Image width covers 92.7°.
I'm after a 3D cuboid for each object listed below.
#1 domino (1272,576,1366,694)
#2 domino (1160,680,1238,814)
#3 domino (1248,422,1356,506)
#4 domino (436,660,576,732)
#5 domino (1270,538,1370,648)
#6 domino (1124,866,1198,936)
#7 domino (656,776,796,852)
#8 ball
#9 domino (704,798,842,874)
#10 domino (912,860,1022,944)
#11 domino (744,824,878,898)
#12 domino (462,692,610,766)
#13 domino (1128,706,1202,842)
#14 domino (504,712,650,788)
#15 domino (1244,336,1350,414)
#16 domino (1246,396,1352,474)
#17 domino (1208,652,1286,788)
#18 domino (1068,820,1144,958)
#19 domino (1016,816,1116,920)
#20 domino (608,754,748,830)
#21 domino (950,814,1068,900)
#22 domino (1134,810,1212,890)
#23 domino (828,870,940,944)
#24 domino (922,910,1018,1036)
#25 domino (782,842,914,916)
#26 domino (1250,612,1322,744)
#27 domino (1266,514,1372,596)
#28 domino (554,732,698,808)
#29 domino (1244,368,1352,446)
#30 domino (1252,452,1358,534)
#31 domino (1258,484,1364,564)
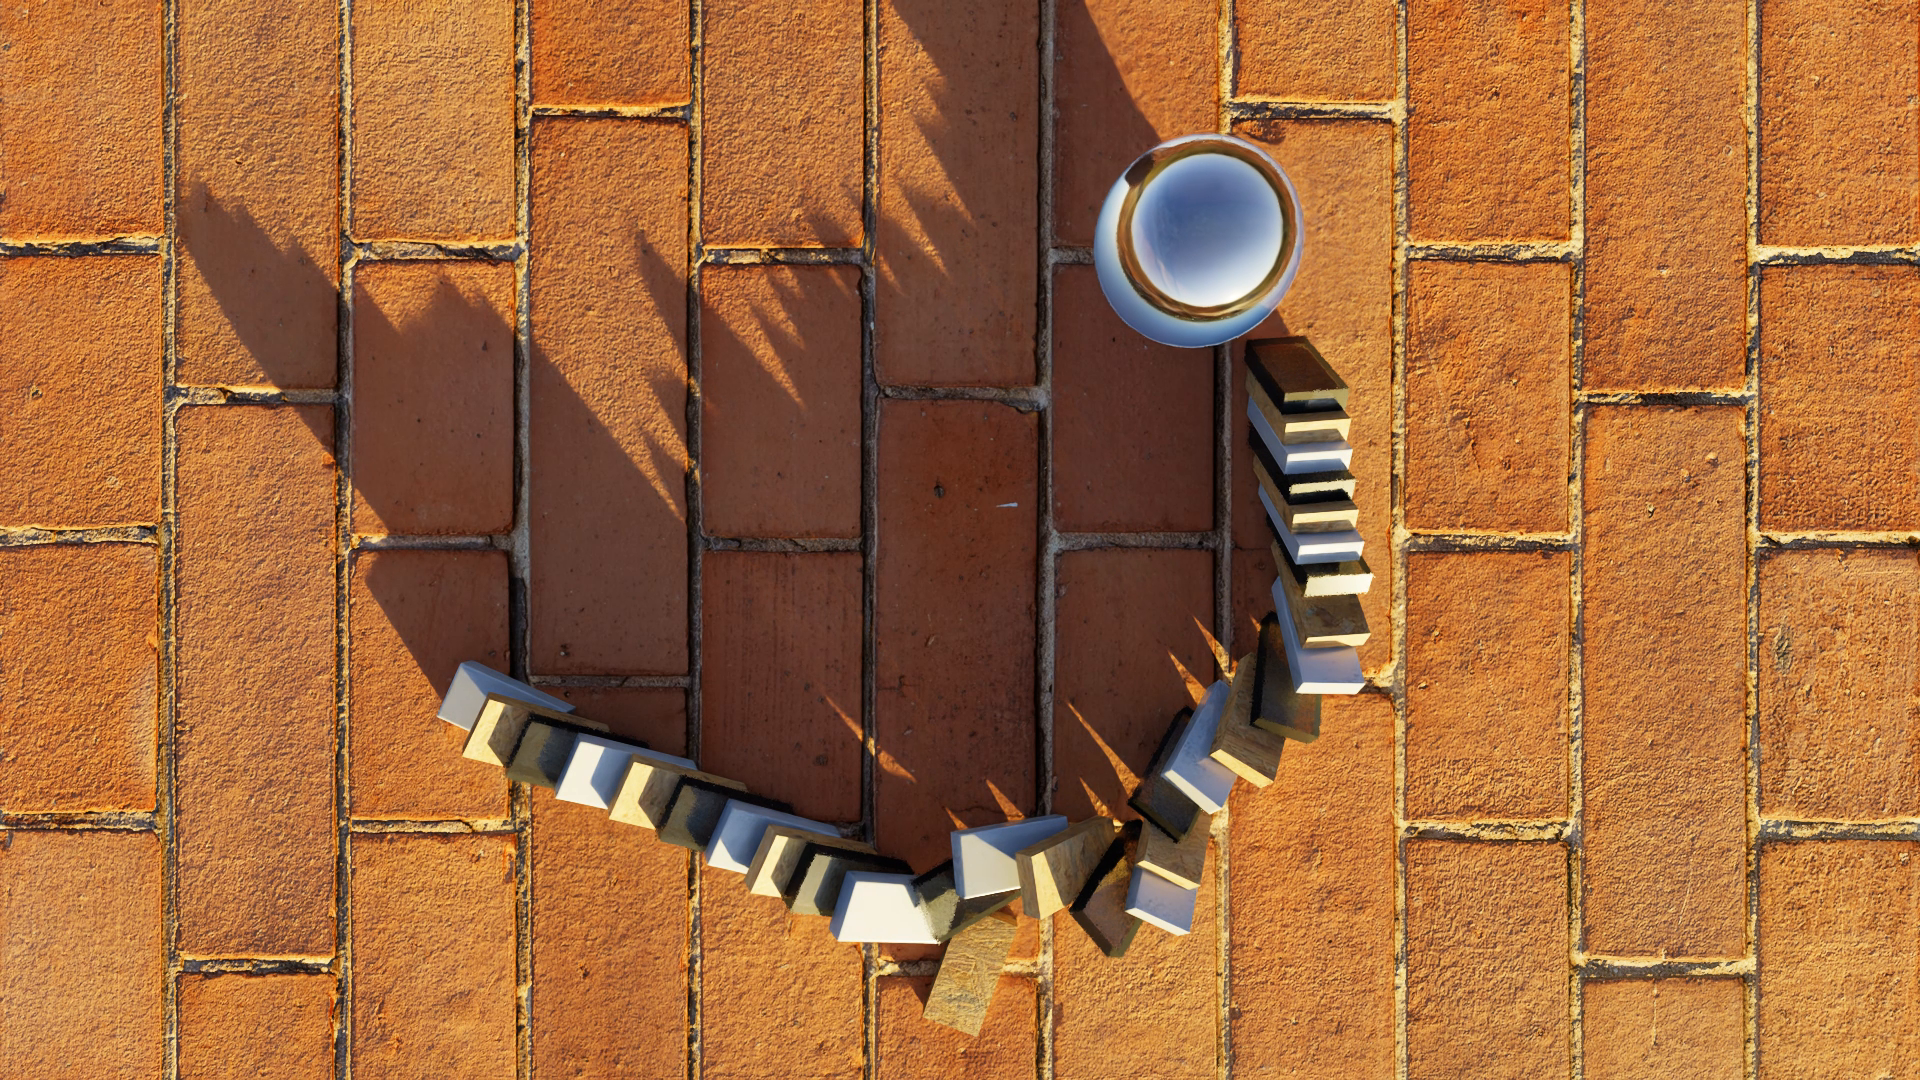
[{"bbox_3d":[0.148,0.039,0.382,0.025,0.009,0.050,1,56,-2],"label":"domino"},{"bbox_3d":[0.106,0.085,0.381,0.025,0.009,0.050,38,56,5],"label":"domino"},{"bbox_3d":[0.139,-0.033,0.377,0.025,0.050,0.009,-5,126,-1],"label":"domino"},{"bbox_3d":[-0.195,0.074,0.395,0.050,0.009,0.025,24,90,0],"label":"domino"},{"bbox_3d":[0.149,0.020,0.382,0.025,0.010,0.050,-4,56,0],"label":"domino"},{"bbox_3d":[0.087,0.134,0.381,0.025,0.009,0.050,26,56,-5],"label":"domino"},{"bbox_3d":[-0.098,0.118,0.385,0.050,0.009,0.025,24,90,-26],"label":"domino"},{"bbox_3d":[0.093,-0.116,0.360,0.080,0.080,0.080,0,90,0],"label":"ball"},{"bbox_3d":[-0.078,0.128,0.385,0.050,0.009,0.025,24,90,-26],"label":"domino"},{"bbox_3d":[0.007,0.144,0.386,0.050,0.010,0.025,-21,90,-24],"label":"domino"},{"bbox_3d":[-0.061,0.136,0.382,0.050,0.009,0.025,24,90,-34],"label":"domino"},{"bbox_3d":[-0.176,0.083,0.383,0.050,0.009,0.025,26,89,-31],"label":"domino"},{"bbox_3d":[0.092,0.097,0.381,0.025,0.010,0.050,37,56,4],"label":"domino"},{"bbox_3d":[-0.159,0.092,0.383,0.050,0.009,0.025,25,90,-31],"label":"domino"},{"bbox_3d":[0.137,-0.069,0.377,0.025,0.050,0.009,-4,126,0],"label":"domino"},{"bbox_3d":[0.138,-0.045,0.377,0.025,0.050,0.010,-4,126,0],"label":"domino"},{"bbox_3d":[0.123,0.074,0.382,0.025,0.010,0.050,31,56,0],"label":"domino"},{"bbox_3d":[0.068,0.144,0.380,0.025,0.009,0.050,50,52,-4],"label":"domino"},{"bbox_3d":[0.046,0.135,0.380,0.050,0.010,0.025,-8,90,-41],"label":"domino"},{"bbox_3d":[-0.118,0.109,0.385,0.050,0.010,0.025,24,90,-27],"label":"domino"},{"bbox_3d":[0.022,0.132,0.383,0.050,0.009,0.025,-2,82,-23],"label":"domino"},{"bbox_3d":[0.091,0.115,0.381,0.025,0.010,0.050,25,56,-4],"label":"domino"},{"bbox_3d":[-0.027,0.154,0.383,0.050,0.009,0.025,17,90,-32],"label":"domino"},{"bbox_3d":[0.004,0.184,0.395,0.025,0.009,0.050,20,90,0],"label":"domino"},{"bbox_3d":[-0.046,0.144,0.382,0.050,0.009,0.025,24,90,-34],"label":"domino"},{"bbox_3d":[0.137,0.057,0.383,0.025,0.010,0.050,18,58,0],"label":"domino"},{"bbox_3d":[0.147,0.002,0.377,0.025,0.050,0.009,-4,128,0],"label":"domino"},{"bbox_3d":[-0.139,0.100,0.384,0.050,0.009,0.025,23,90,-29],"label":"domino"},{"bbox_3d":[0.138,-0.057,0.377,0.025,0.050,0.010,-4,126,0],"label":"domino"},{"bbox_3d":[0.141,-0.022,0.377,0.025,0.050,0.009,-4,126,0],"label":"domino"},{"bbox_3d":[0.143,-0.010,0.377,0.025,0.050,0.010,-4,127,0],"label":"domino"}]
